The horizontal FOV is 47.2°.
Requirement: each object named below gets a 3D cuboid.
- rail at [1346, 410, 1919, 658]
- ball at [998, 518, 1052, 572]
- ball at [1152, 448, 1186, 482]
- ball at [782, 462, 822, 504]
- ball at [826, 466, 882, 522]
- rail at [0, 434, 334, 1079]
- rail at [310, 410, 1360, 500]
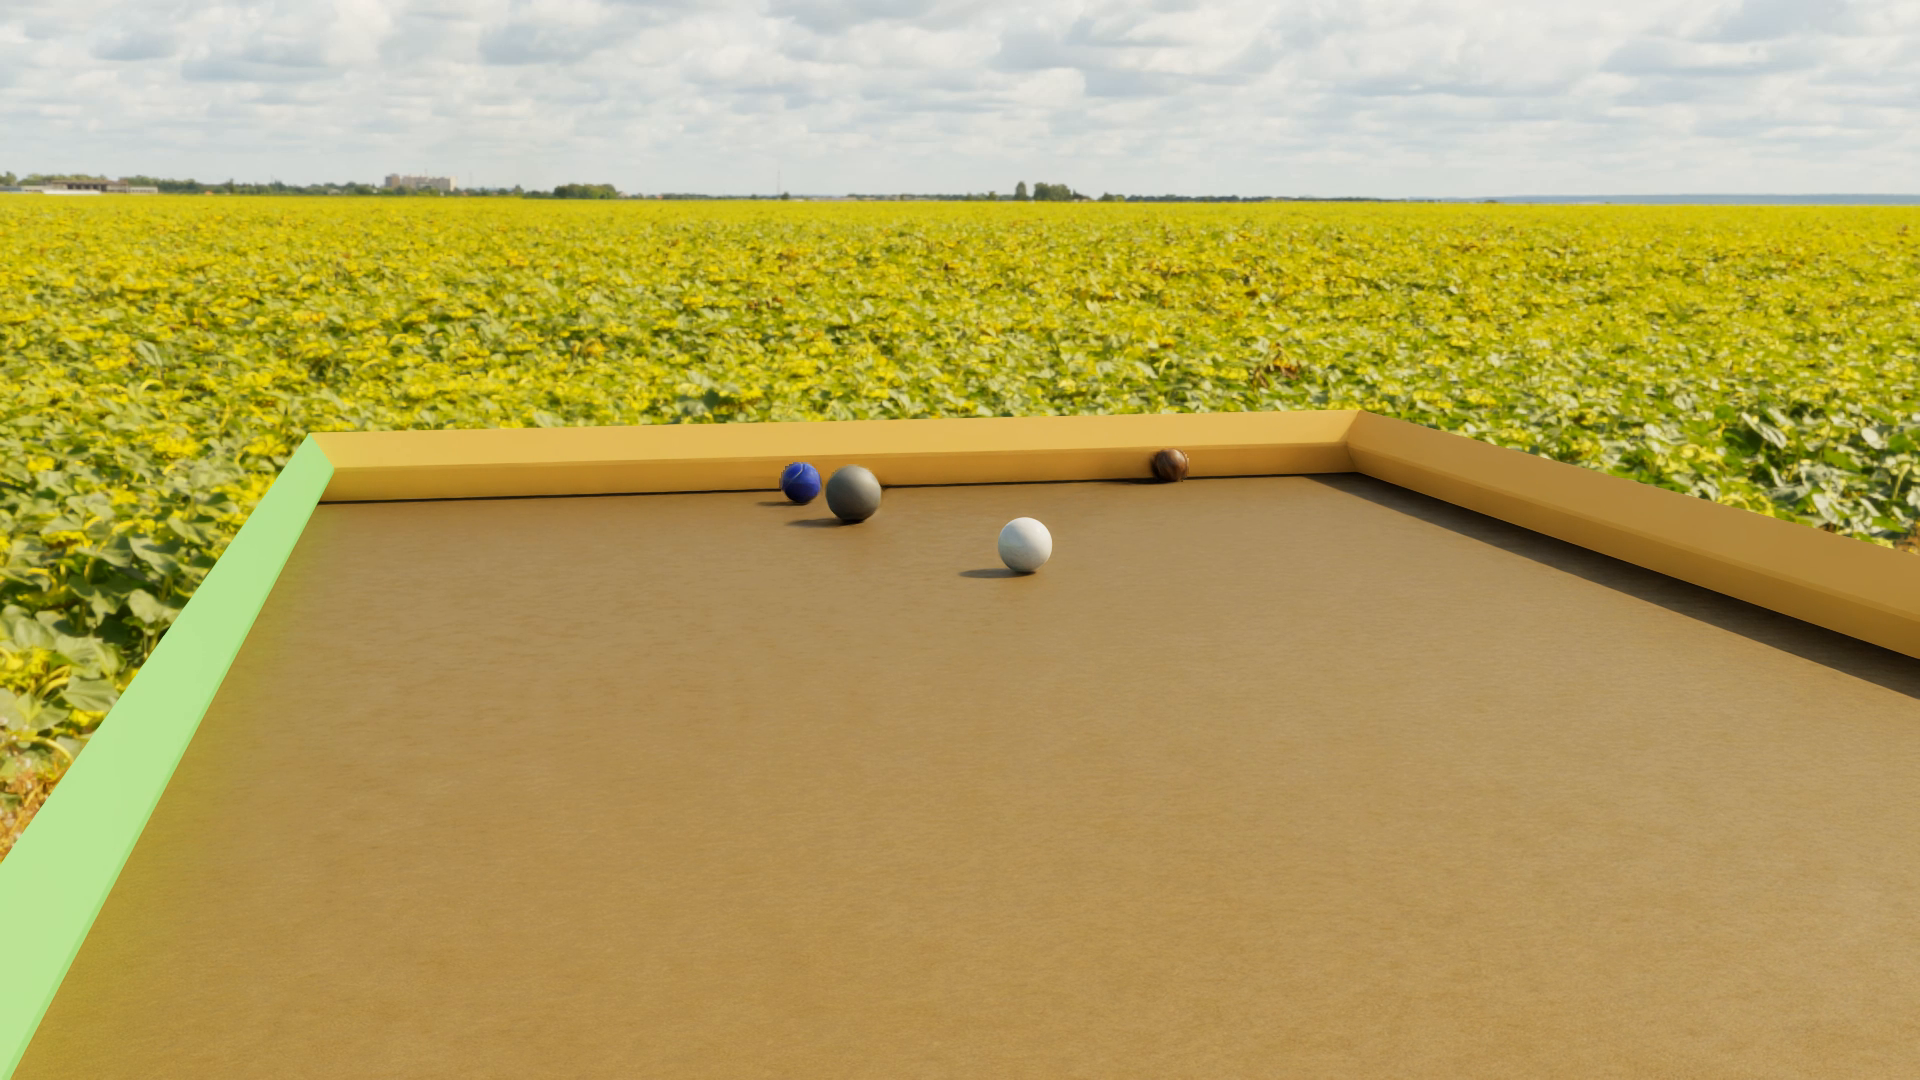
[{"bbox_3d":[1.164,0.091,2.637,0.045,0.125,3.704,-2,9,-12],"label":"rail"},{"bbox_3d":[0.097,0.008,3.289,0.083,0.083,0.083,0,9,0],"label":"ball"},{"bbox_3d":[0.409,-0.146,4.284,0.066,0.066,0.066,0,9,0],"label":"ball"},{"bbox_3d":[-0.288,-0.104,4.002,0.073,0.073,0.073,0,9,0],"label":"ball"},{"bbox_3d":[-0.183,-0.079,3.779,0.096,0.096,0.096,0,9,0],"label":"ball"},{"bbox_3d":[-0.781,0.157,2.231,0.045,0.125,3.704,-2,9,-12],"label":"rail"},{"bbox_3d":[-0.187,-0.163,4.199,2.035,0.125,0.045,-2,9,-12],"label":"rail"}]
